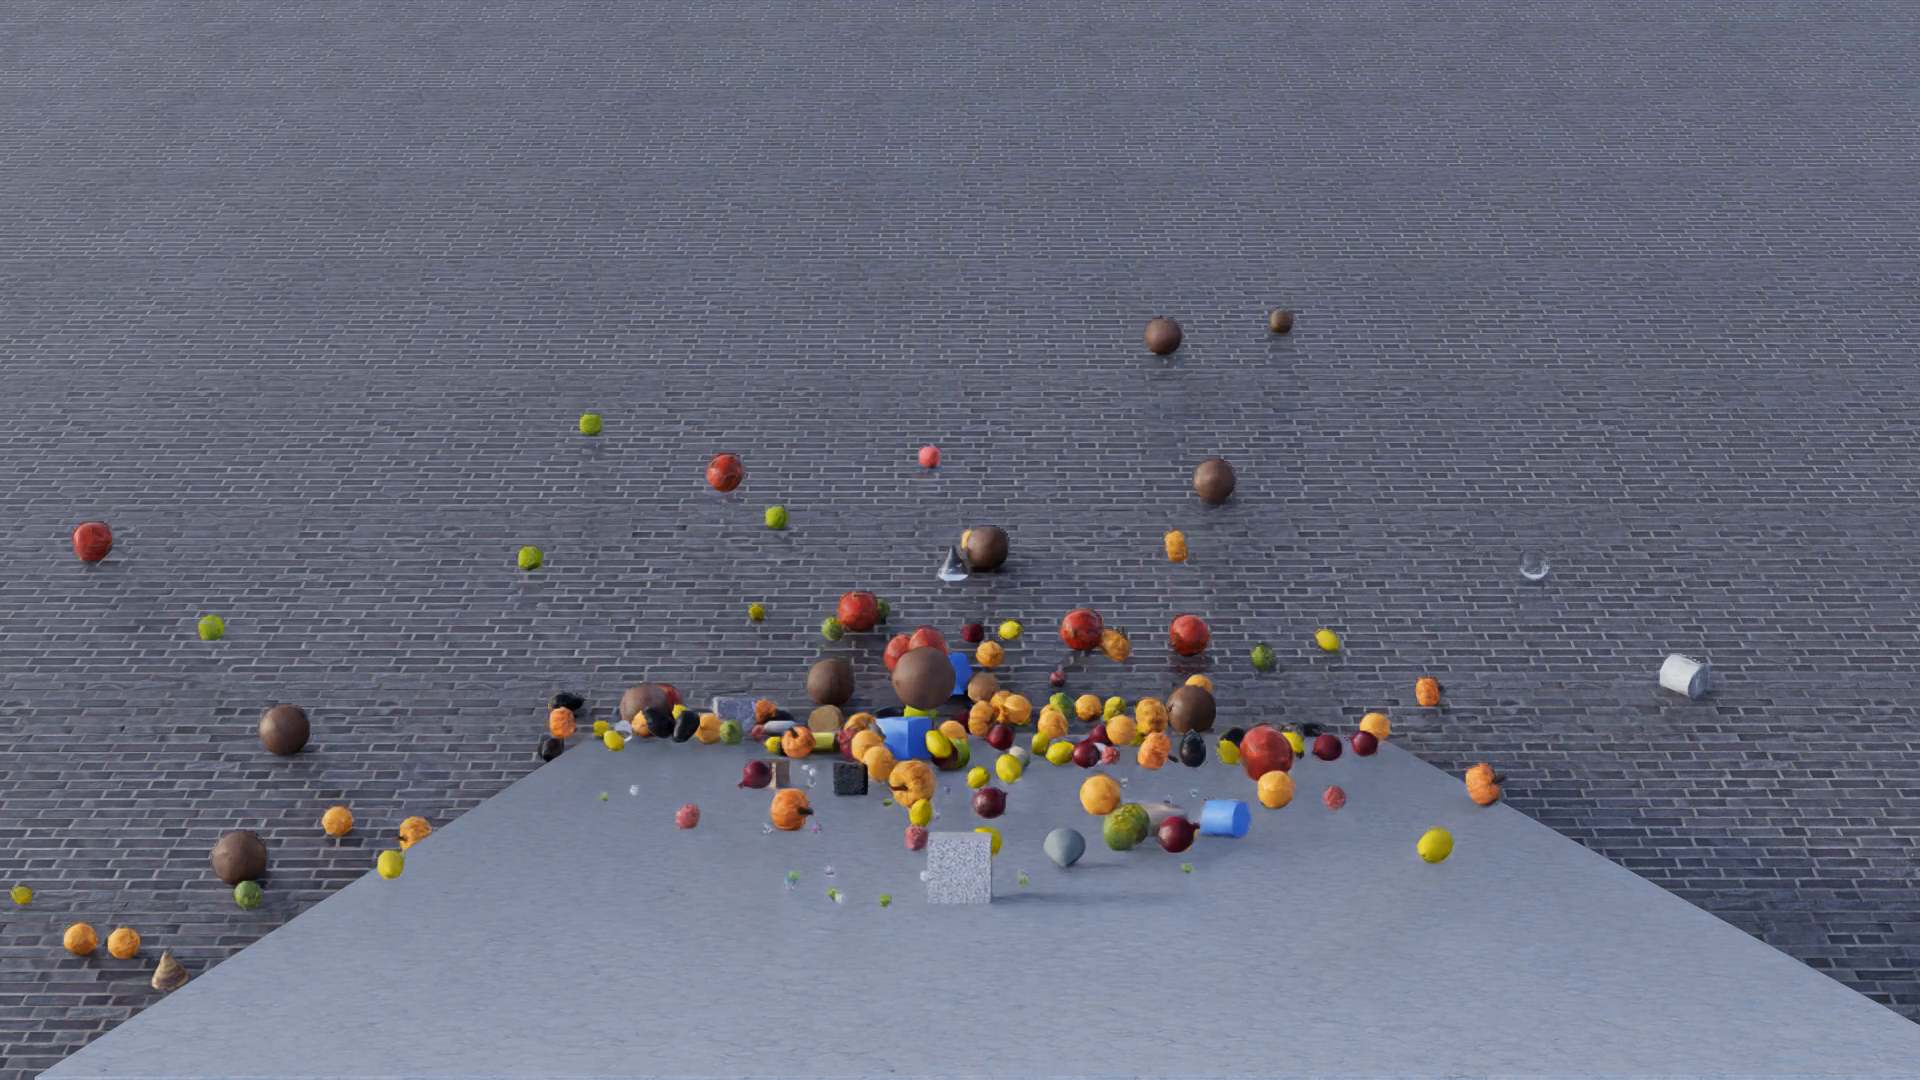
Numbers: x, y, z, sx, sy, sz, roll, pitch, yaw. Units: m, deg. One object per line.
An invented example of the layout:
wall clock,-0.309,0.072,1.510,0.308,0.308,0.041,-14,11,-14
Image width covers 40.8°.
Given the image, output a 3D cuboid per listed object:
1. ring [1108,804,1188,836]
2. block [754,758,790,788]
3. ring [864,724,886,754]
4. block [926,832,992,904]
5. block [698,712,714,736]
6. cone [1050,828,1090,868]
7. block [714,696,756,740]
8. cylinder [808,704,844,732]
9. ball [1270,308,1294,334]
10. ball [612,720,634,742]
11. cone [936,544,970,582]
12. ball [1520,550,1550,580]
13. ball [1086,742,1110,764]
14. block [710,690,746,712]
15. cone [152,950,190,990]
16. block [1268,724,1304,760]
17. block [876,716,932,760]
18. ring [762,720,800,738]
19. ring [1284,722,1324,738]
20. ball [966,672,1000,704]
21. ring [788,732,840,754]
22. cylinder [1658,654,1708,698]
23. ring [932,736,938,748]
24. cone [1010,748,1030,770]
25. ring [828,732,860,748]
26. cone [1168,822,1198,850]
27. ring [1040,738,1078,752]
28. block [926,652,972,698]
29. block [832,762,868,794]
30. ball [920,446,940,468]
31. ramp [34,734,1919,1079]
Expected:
ring,0.334,0.497,4.587,0.144,0.048,0.144,-1,1,0
block,-0.392,0.485,5.370,0.054,0.054,0.054,0,1,29
ring,-0.194,0.458,5.923,0.025,0.075,0.075,-28,37,-17
block,0.000,0.482,3.810,0.093,0.093,0.093,0,1,2
block,-0.634,0.470,6.619,0.057,0.057,0.057,0,0,13
cone,0.169,0.510,4.157,0.067,0.067,0.067,8,51,15
block,-0.571,0.450,6.540,0.098,0.098,0.098,0,1,-11
cylinder,-0.339,0.460,6.552,0.079,0.079,0.079,4,1,7
ball,1.129,-0.768,9.072,0.086,0.086,0.086,0,28,0
ball,-0.834,0.475,6.405,0.053,0.053,0.053,0,28,0
cone,-0.021,0.055,7.524,0.095,0.095,0.095,0,28,0
ball,1.667,0.073,7.502,0.086,0.086,0.086,0,28,0
ball,0.311,0.481,5.833,0.050,0.050,0.050,0,28,0
block,-0.604,0.447,6.754,0.095,0.095,0.095,-3,-7,-6
cone,-1.792,0.960,5.847,0.085,0.085,0.085,0,28,0
block,0.756,0.467,6.000,0.075,0.075,0.075,0,1,13
block,-0.129,0.459,5.996,0.091,0.091,0.091,0,1,35
ring,-0.449,0.475,6.496,0.094,0.031,0.094,1,-16,0
ring,0.867,0.480,6.555,0.111,0.037,0.111,-1,0,0
ball,0.061,0.395,6.898,0.088,0.088,0.088,0,28,0
ring,-0.347,0.483,6.146,0.127,0.042,0.127,0,2,0
cylinder,1.942,0.365,6.934,0.092,0.092,0.092,-22,33,-35
ring,-0.100,0.486,6.214,0.100,0.033,0.100,0,-1,0
cone,0.122,0.496,5.721,0.053,0.053,0.053,13,27,23
ring,-0.296,0.484,6.248,0.112,0.037,0.112,1,-1,0
cone,0.382,0.511,4.369,0.050,0.050,0.050,-3,28,-5
ring,0.235,0.488,6.135,0.091,0.030,0.091,0,-1,0
block,-0.027,0.362,6.929,0.084,0.084,0.084,-11,20,28
block,-0.223,0.483,5.247,0.060,0.060,0.060,0,1,-14
ball,-0.095,-0.263,8.147,0.067,0.067,0.067,0,28,0
ramp,0.063,0.570,4.611,2.000,0.100,4.000,0,1,0
